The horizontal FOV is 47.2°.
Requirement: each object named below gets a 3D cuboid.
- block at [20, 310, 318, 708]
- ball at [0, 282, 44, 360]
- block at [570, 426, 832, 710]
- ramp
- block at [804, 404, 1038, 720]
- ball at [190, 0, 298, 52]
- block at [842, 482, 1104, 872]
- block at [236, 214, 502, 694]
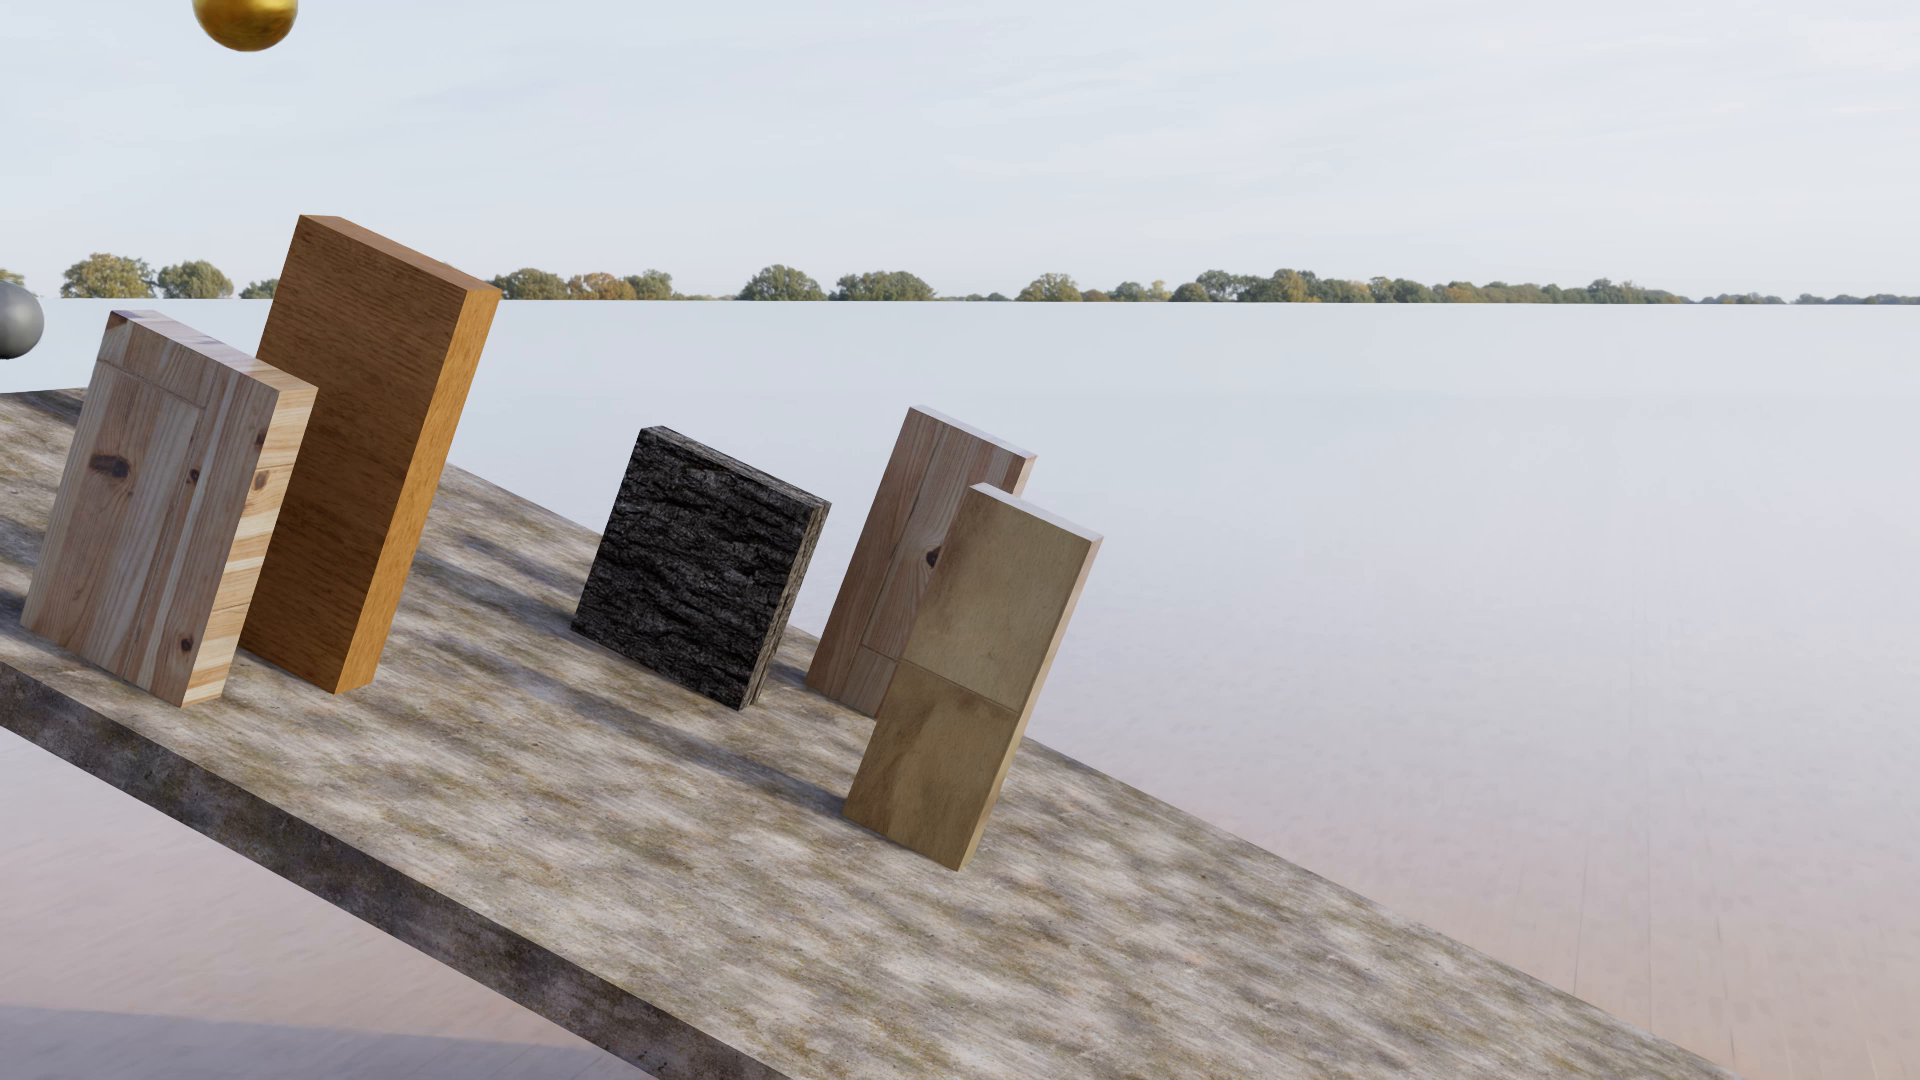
[{"bbox_3d":[-1.291,-0.053,3.579,0.331,0.556,0.105,24,13,13],"label":"block"},{"bbox_3d":[-2.056,-0.471,4.721,0.168,0.168,0.168,0,7,0],"label":"ball"},{"bbox_3d":[-0.541,0.056,4.570,0.409,0.459,0.104,24,13,13],"label":"block"},{"bbox_3d":[-0.308,0.546,4.195,4.000,0.100,2.000,24,13,13],"label":"ramp"},{"bbox_3d":[-0.089,0.067,4.792,0.280,0.664,0.091,24,13,13],"label":"block"},{"bbox_3d":[-1.423,-1.075,4.377,0.205,0.205,0.205,0,7,0],"label":"ball"},{"bbox_3d":[0.020,0.258,4.133,0.252,0.685,0.093,24,13,13],"label":"block"},{"bbox_3d":[-1.090,-0.149,3.845,0.343,0.756,0.119,24,13,13],"label":"block"}]
